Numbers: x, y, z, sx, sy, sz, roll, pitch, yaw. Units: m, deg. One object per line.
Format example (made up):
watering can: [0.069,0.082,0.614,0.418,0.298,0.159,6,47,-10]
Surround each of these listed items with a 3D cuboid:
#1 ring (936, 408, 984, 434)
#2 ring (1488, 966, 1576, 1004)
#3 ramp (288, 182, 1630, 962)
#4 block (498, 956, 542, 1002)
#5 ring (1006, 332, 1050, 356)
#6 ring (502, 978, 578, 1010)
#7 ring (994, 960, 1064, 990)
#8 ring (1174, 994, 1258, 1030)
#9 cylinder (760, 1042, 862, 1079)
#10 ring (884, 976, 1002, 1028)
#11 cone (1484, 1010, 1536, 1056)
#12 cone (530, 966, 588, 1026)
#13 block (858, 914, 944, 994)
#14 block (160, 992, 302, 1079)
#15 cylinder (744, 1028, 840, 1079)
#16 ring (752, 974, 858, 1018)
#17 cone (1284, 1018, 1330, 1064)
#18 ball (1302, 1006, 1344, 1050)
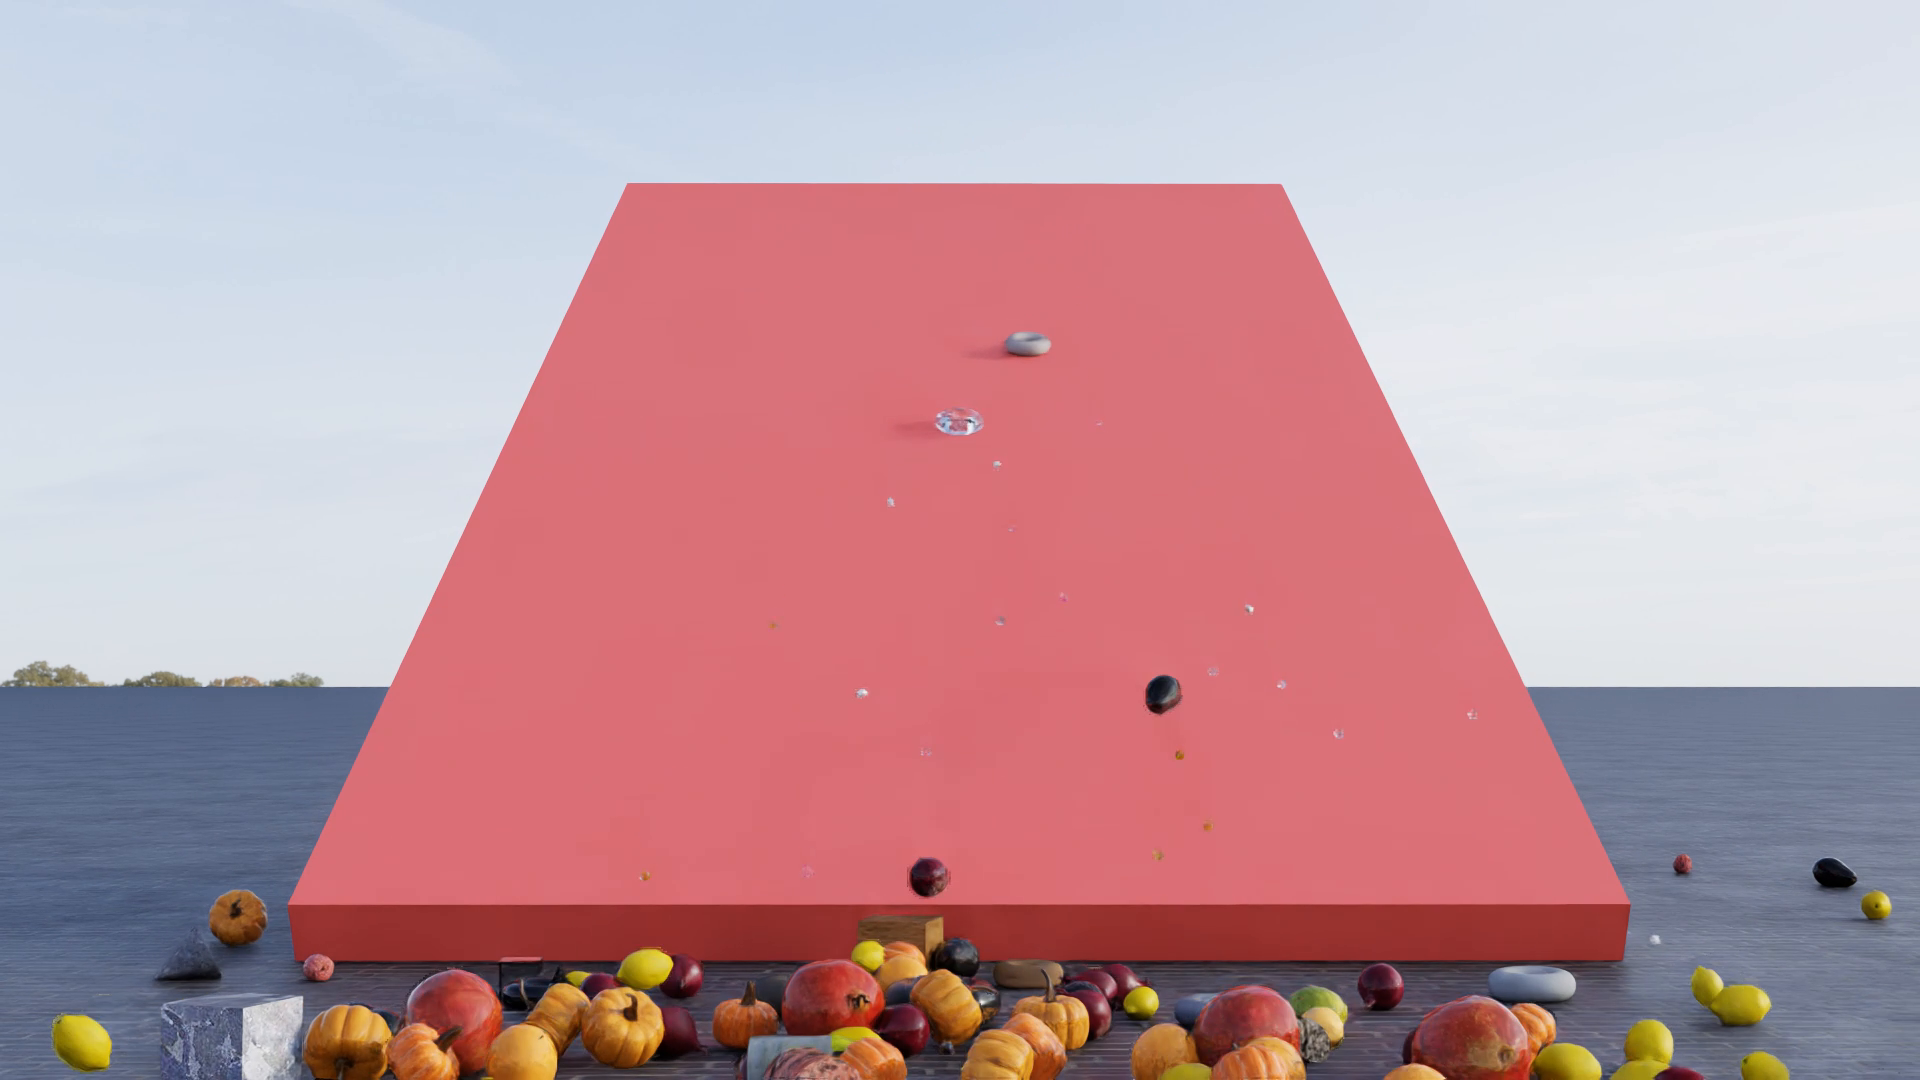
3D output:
ring: [-0.001,-0.266,5.231,0.108,0.036,0.108,1,23,0]
ring: [0.759,0.590,3.090,0.115,0.038,0.115,-1,-2,0]
ramp: [-0.008,-0.228,5.312,2.000,0.100,4.000,0,24,0]
block: [-0.583,0.583,3.092,0.052,0.052,0.052,0,-3,-5]
ring: [0.167,-0.480,5.709,0.112,0.037,0.112,1,23,0]
ring: [-0.544,0.589,3.016,0.098,0.033,0.098,1,-3,0]
ring: [0.095,0.601,3.221,0.098,0.033,0.098,1,-2,0]
ring: [0.314,0.578,2.853,0.103,0.034,0.103,-1,-3,0]
cylinder: [-0.136,0.514,2.161,0.077,0.077,0.077,2,3,-26]
ring: [-0.022,0.573,2.890,0.147,0.049,0.147,1,-2,0]
cone: [0.615,0.570,2.647,0.053,0.053,0.053,3,-31,-39]
cone: [-0.497,0.562,2.890,0.071,0.071,0.071,0,-3,0]
block: [-0.080,0.567,3.191,0.096,0.096,0.096,-1,-4,14]
block: [-0.739,0.516,2.362,0.098,0.098,0.098,-1,-4,20]
cylinder: [-0.164,0.519,2.247,0.078,0.078,0.078,15,-6,-8]
ring: [-0.198,0.579,2.965,0.135,0.045,0.135,1,-4,0]
cone: [0.376,0.568,2.598,0.053,0.053,0.053,2,-31,-33]
ball: [0.410,0.557,2.648,0.051,0.051,0.051,0,-3,0]
